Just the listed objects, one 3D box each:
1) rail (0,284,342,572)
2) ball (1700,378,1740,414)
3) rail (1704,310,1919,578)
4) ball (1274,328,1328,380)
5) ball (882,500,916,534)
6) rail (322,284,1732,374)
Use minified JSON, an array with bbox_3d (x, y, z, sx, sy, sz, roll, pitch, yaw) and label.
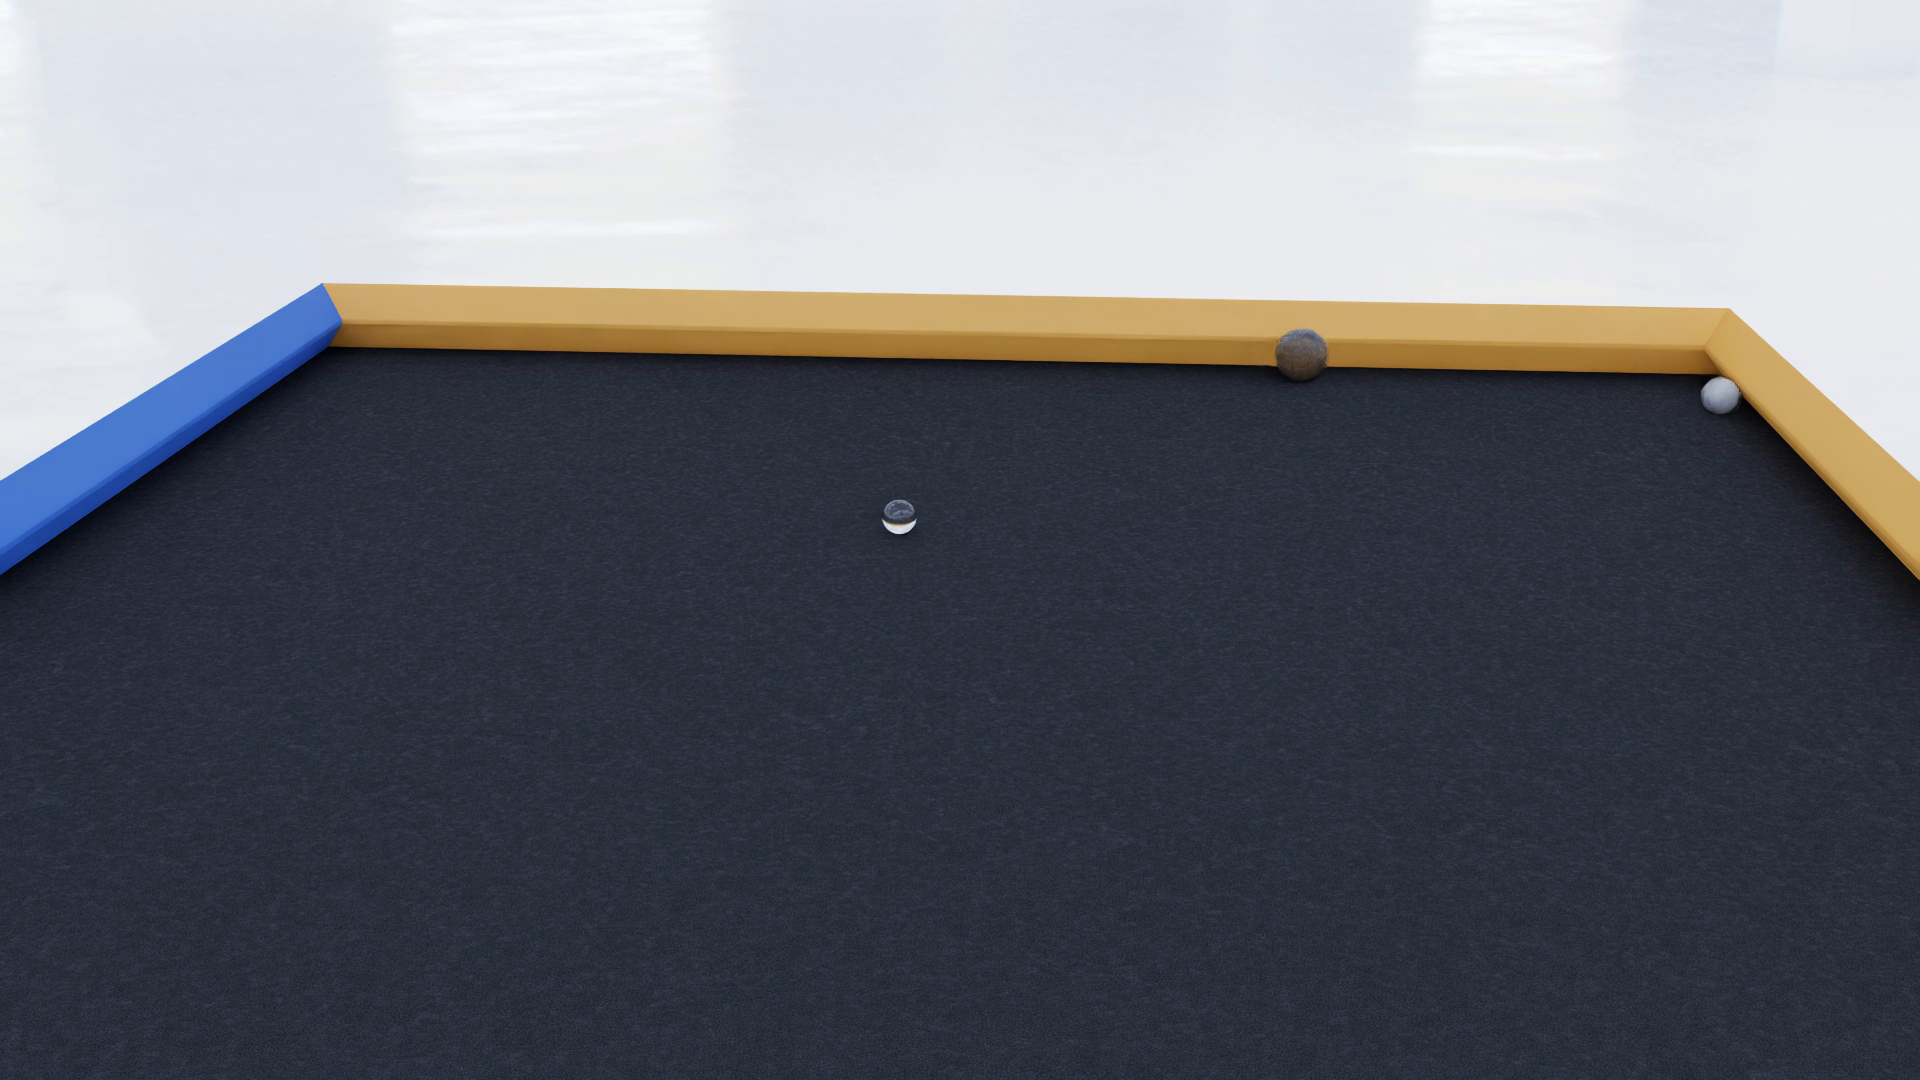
[{"bbox_3d":[-1.193,0.271,1.800,0.045,0.107,3.952,2,19,4],"label":"rail"},{"bbox_3d":[1.134,-0.216,3.281,0.055,0.055,0.055,0,19,0],"label":"ball"},{"bbox_3d":[1.035,0.330,1.630,0.045,0.107,3.952,2,19,4],"label":"rail"},{"bbox_3d":[0.537,-0.292,3.461,0.082,0.082,0.082,0,19,0],"label":"ball"},{"bbox_3d":[-0.076,-0.029,2.762,0.044,0.044,0.044,0,19,0],"label":"ball"},{"bbox_3d":[0.077,-0.338,3.553,2.282,0.107,0.045,2,19,4],"label":"rail"}]
